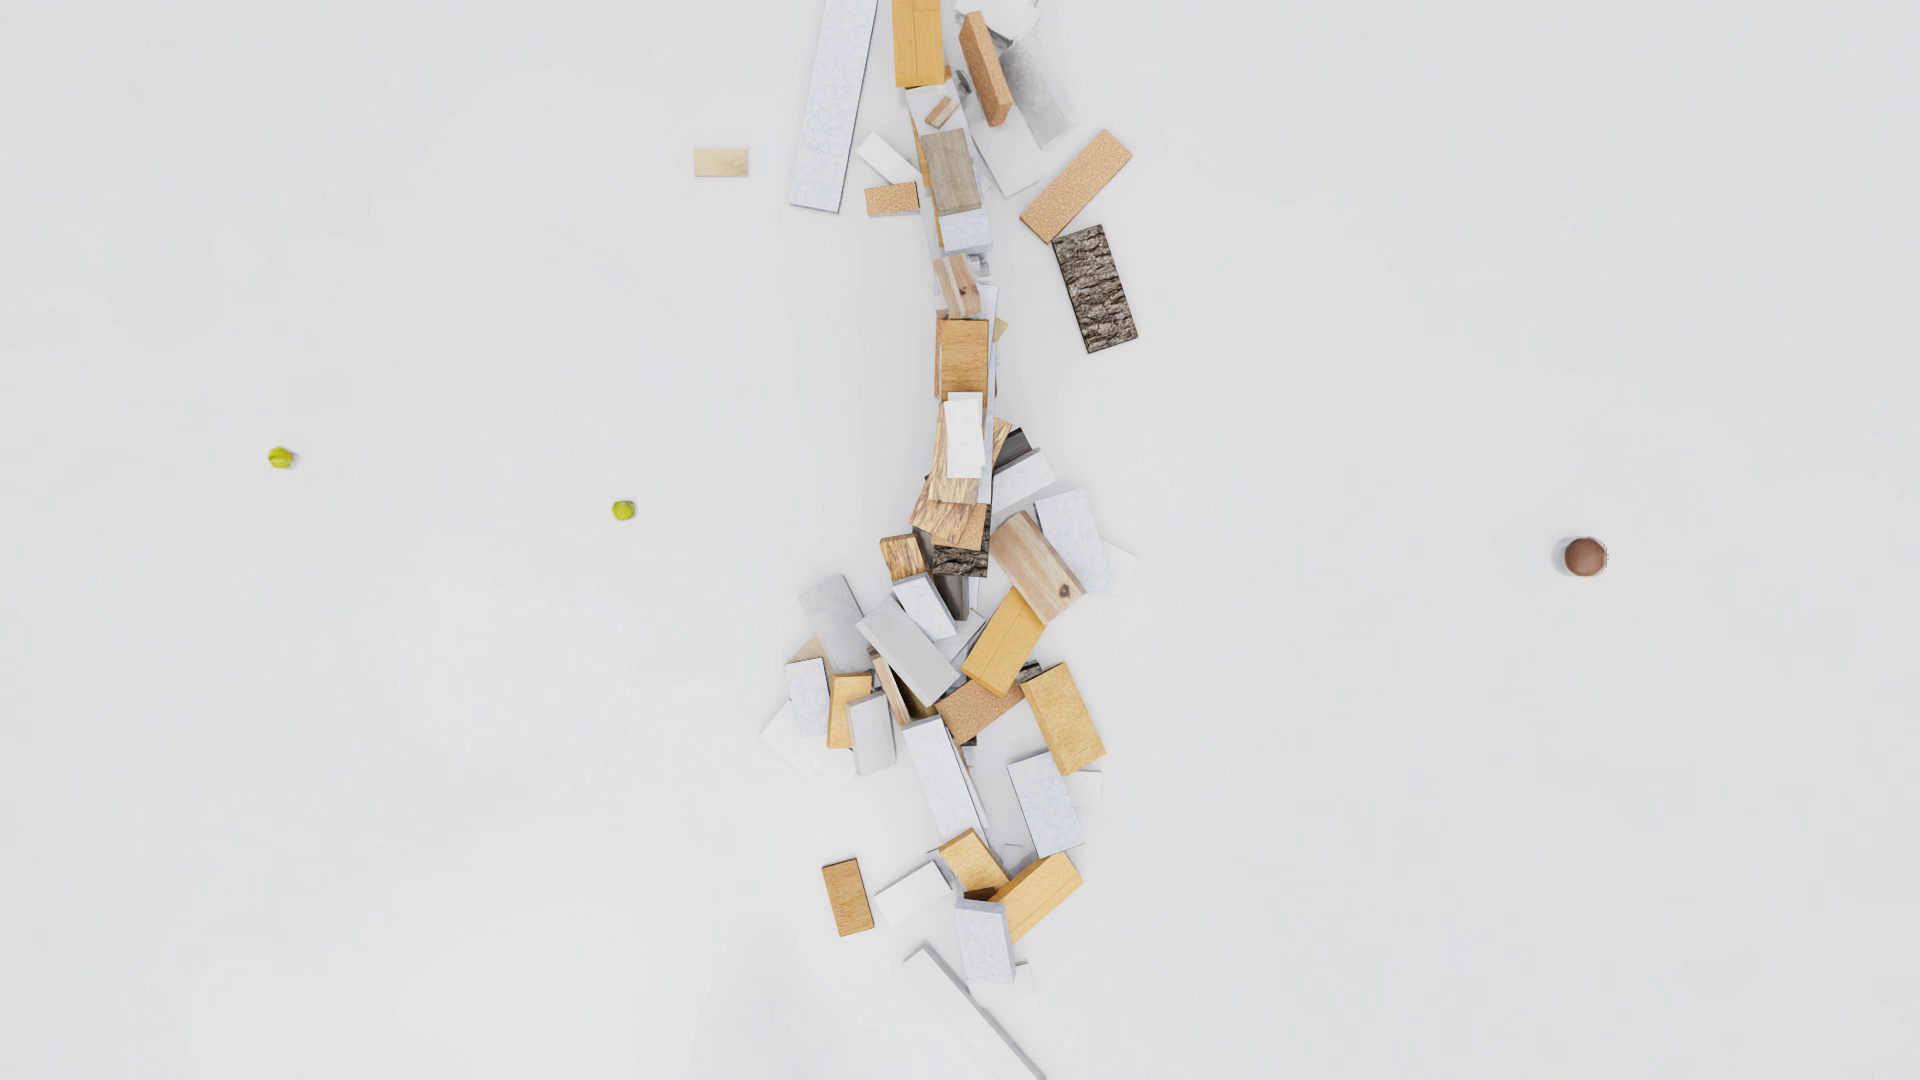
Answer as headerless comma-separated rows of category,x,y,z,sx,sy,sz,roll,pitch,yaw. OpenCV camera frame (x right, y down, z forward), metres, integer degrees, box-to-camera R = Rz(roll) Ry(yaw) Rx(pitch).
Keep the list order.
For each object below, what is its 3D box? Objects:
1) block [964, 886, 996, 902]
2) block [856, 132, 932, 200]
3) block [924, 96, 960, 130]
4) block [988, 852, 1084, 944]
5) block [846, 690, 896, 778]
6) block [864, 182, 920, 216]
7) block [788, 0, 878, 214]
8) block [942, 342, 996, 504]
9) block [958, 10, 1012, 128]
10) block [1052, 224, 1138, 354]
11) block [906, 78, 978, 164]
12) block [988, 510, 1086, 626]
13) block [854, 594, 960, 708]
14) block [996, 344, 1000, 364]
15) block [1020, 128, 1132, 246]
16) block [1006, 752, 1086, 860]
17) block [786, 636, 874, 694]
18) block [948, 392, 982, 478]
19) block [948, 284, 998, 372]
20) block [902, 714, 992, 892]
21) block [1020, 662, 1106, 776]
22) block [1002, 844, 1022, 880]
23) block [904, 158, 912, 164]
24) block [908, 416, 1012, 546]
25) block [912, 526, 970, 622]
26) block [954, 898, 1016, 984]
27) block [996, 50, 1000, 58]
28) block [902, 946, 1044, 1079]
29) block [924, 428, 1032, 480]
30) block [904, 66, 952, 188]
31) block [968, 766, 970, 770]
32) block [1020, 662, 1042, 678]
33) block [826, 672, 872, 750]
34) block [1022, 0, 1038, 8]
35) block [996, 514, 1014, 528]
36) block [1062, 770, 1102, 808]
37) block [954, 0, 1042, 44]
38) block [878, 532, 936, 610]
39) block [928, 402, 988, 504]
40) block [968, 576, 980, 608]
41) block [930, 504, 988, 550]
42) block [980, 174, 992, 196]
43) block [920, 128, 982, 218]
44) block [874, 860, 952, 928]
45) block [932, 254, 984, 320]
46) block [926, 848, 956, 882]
block,0.081,1.246,5.425,0.104,0.030,0.209,-11,109,0
block,-0.179,-1.200,5.472,0.363,0.025,0.087,41,94,-4
block,-0.058,-1.377,5.319,0.056,0.016,0.112,33,73,17
block,0.237,1.165,5.412,0.324,0.046,0.162,-38,113,-13
block,-0.291,0.637,5.408,0.131,0.037,0.262,-18,114,-25
block,-0.226,-1.131,5.462,0.174,0.025,0.087,-6,104,10
block,-0.389,-1.618,5.477,0.165,0.047,1.054,11,90,0
block,0.030,-0.358,5.030,0.145,0.041,0.492,2,86,3
block,0.082,-1.539,5.394,0.047,0.165,0.330,-17,82,-13
block,0.448,-0.833,5.476,0.172,0.049,0.393,-18,90,0
block,-0.060,-1.335,5.334,0.160,0.045,0.320,-15,66,-2
block,0.245,0.090,5.412,0.172,0.049,0.344,-41,79,24
block,-0.167,0.357,5.312,0.351,0.043,0.153,49,51,-3
block,0.070,-0.629,5.114,0.088,0.025,0.176,-6,82,-2
block,0.385,-1.174,5.482,0.130,0.037,0.406,44,90,0
block,0.282,0.869,5.412,0.159,0.045,0.318,-18,75,-6
block,-0.411,0.486,5.477,0.162,0.046,0.338,-43,90,0
block,0.015,-0.313,4.920,0.102,0.029,0.254,1,95,4
block,0.032,-0.635,4.989,0.138,0.039,0.275,7,95,3
block,-0.020,0.875,5.368,0.131,0.037,0.659,-18,109,3
block,0.341,0.590,5.437,0.166,0.047,0.333,-24,90,-31
block,0.172,1.075,5.492,0.058,0.016,0.116,8,90,0
block,-0.179,-1.222,5.493,0.046,0.013,0.092,-12,90,0
block,0.000,-0.203,5.065,0.167,0.047,0.407,24,88,4
block,-0.061,0.098,5.340,0.171,0.048,0.341,5,119,11
block,0.083,1.307,5.369,0.159,0.045,0.328,3,125,18
block,0.104,-1.574,5.492,0.056,0.016,0.112,0,90,0
block,0.235,1.821,5.467,0.104,0.030,1.183,-41,90,21
block,0.068,-0.229,5.294,0.349,0.034,0.120,-27,119,5
block,-0.073,-1.354,5.393,0.160,0.045,0.426,-11,66,0
block,0.002,0.798,5.491,0.064,0.018,0.128,-2,90,0
block,0.230,0.428,5.428,0.072,0.143,0.020,-18,90,0
block,-0.363,0.558,5.394,0.125,0.035,0.249,0,106,-22
block,0.118,-1.810,5.482,0.261,0.037,0.131,28,90,0
block,0.194,-0.010,5.490,0.072,0.020,0.143,-41,90,0
block,0.350,0.824,5.483,0.236,0.033,0.118,3,90,0
block,0.124,-1.743,5.445,0.260,0.037,0.130,29,90,0
block,-0.162,0.100,5.316,0.125,0.035,0.249,-10,116,18
block,-0.005,-0.260,4.961,0.145,0.041,0.291,7,95,3
block,-0.011,0.010,5.345,0.171,0.048,0.449,7,120,3
block,0.009,-0.128,5.105,0.153,0.043,0.305,8,87,3
block,0.064,-1.167,5.493,0.046,0.013,0.092,37,90,0
block,-0.029,-1.164,5.216,0.138,0.039,0.275,-12,72,-1
block,-0.156,1.172,5.474,0.236,0.033,0.118,-32,90,5
block,-0.007,-0.761,4.937,0.102,0.029,0.203,-14,64,-7
block,-0.065,1.087,5.492,0.058,0.016,0.116,-22,90,0
